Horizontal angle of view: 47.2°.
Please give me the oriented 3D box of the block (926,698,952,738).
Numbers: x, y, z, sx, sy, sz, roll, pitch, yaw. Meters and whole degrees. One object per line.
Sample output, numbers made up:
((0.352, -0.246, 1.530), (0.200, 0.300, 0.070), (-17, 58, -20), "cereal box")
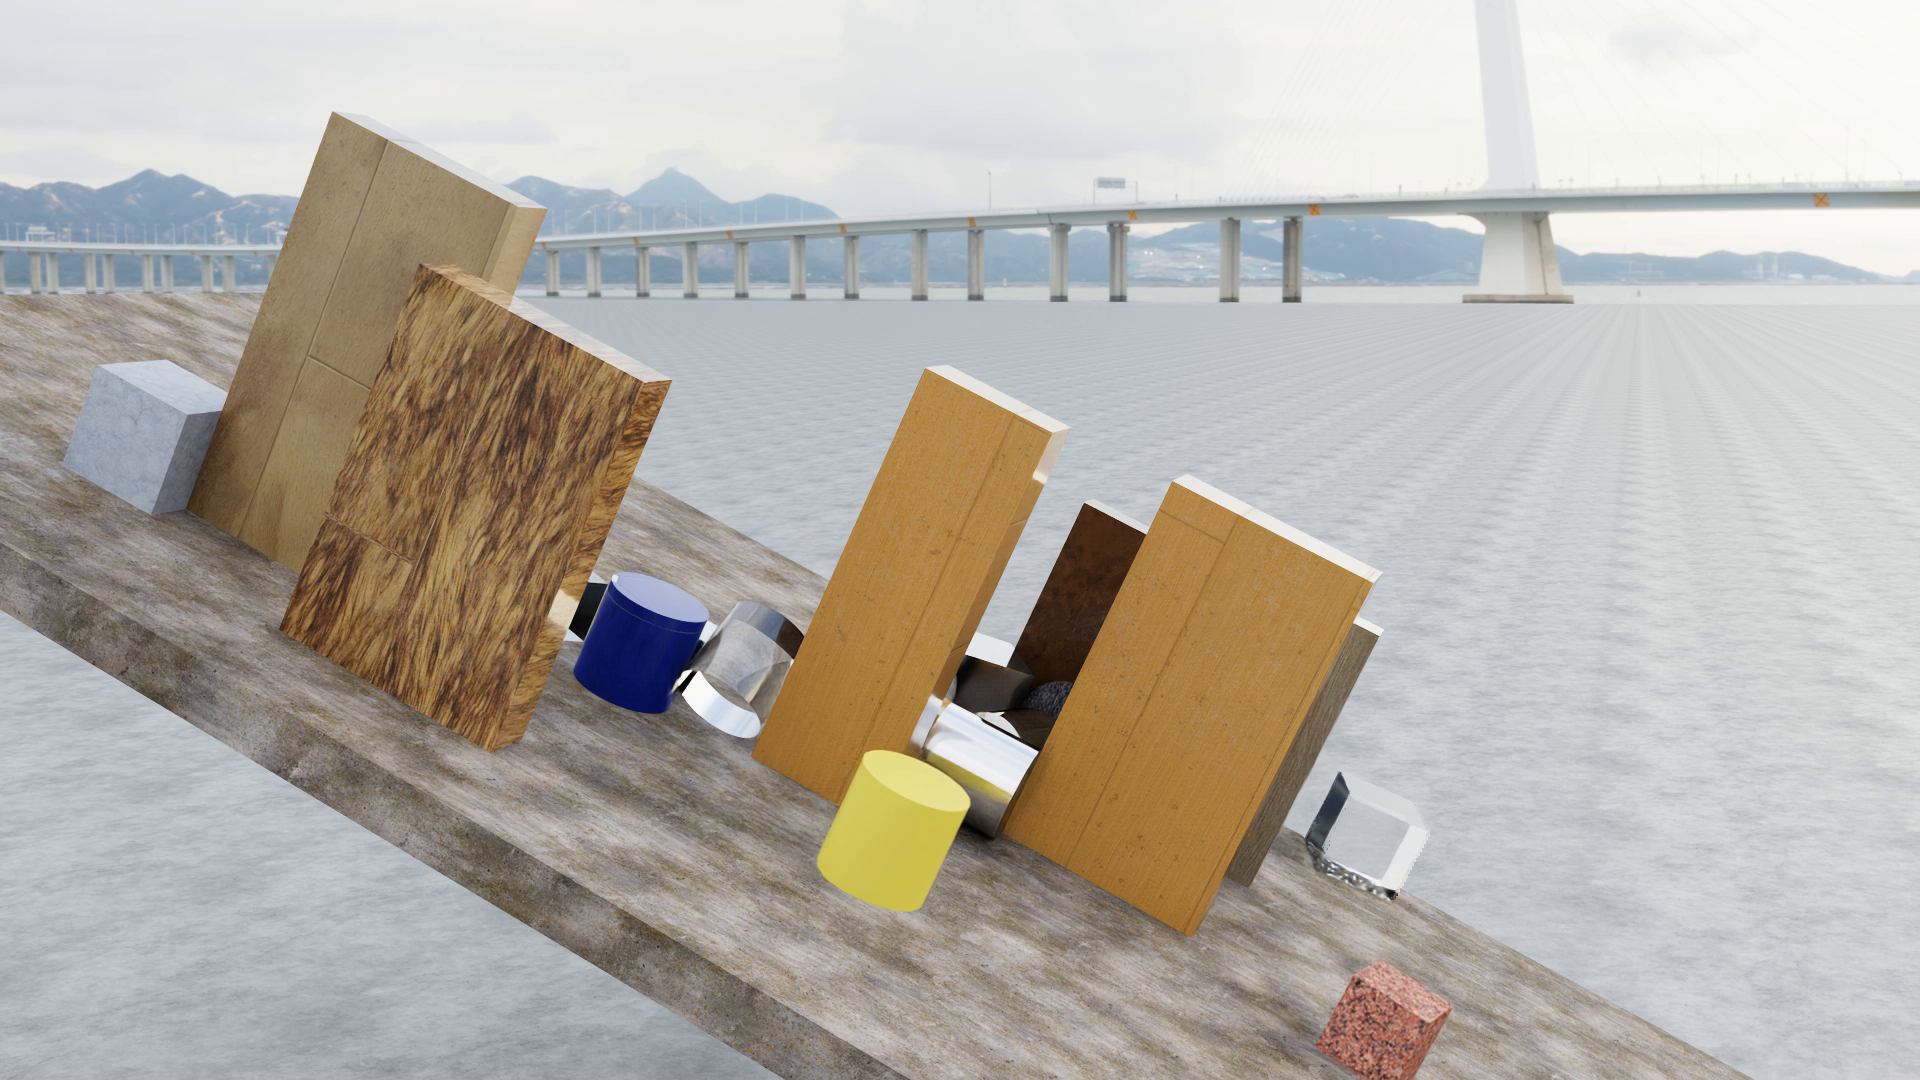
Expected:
((-0.044, 0.382, 4.342), (0.105, 0.105, 0.105), (32, 15, 28), "block")

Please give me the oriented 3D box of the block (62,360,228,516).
((-1.418, -0.185, 3.894), (0.194, 0.194, 0.194), (27, 14, 11), "block")

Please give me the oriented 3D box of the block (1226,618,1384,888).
((0.540, 0.350, 4.460), (0.405, 0.585, 0.081), (28, 14, 12), "block")

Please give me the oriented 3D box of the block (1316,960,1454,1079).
((0.743, 0.851, 3.848), (0.150, 0.150, 0.150), (31, 15, 24), "block")

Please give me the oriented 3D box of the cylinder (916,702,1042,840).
((0.026, 0.431, 4.103), (0.189, 0.189, 0.189), (27, 12, 10), "cylinder")

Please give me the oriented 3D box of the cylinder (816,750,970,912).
((-0.111, 0.483, 3.654), (0.194, 0.194, 0.194), (23, 14, -6), "cylinder")

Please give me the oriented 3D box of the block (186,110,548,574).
((-1.037, -0.309, 3.819), (0.384, 0.760, 0.104), (28, 14, 12), "block")

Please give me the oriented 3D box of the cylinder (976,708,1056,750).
((0.093, 0.418, 4.302), (0.173, 0.173, 0.173), (4, 1, 31), "cylinder")

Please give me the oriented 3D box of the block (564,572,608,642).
((-0.762, 0.103, 4.105), (0.124, 0.124, 0.124), (34, 16, 35), "block")

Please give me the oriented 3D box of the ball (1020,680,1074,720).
((0.210, 0.388, 4.593), (0.187, 0.187, 0.187), (0, 7, 0), "ball")

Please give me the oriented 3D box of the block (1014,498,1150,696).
((0.324, 0.229, 4.681), (0.365, 0.520, 0.082), (28, 14, 12), "block")

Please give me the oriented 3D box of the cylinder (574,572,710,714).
((-0.577, 0.185, 3.979), (0.188, 0.188, 0.188), (23, 14, -6), "cylinder")

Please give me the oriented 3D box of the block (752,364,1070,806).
((-0.091, 0.097, 3.902), (0.251, 0.777, 0.127), (28, 14, 12), "block")

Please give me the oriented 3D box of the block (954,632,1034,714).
((0.024, 0.302, 4.629), (0.170, 0.170, 0.170), (19, 15, -23), "block")

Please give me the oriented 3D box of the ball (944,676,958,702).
((-0.091, 0.291, 4.465), (0.172, 0.172, 0.172), (0, 7, 0), "ball")

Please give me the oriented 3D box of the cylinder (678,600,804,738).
((-0.389, 0.235, 3.991), (0.176, 0.176, 0.176), (5, 47, 39), "cylinder")

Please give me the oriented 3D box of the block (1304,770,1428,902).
((0.886, 0.647, 4.814), (0.179, 0.179, 0.179), (23, 13, -6), "block")

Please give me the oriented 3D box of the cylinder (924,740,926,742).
((-0.141, 0.395, 4.095), (0.120, 0.120, 0.120), (26, 9, 3), "cylinder")

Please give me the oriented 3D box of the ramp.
((-0.261, 0.444, 4.169), (4.000, 0.100, 2.000), (28, 14, 12), "ramp")

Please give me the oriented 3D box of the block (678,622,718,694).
((-0.492, 0.225, 4.143), (0.112, 0.112, 0.112), (28, 14, 15), "block")

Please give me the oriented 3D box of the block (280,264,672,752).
((-0.781, -0.052, 3.518), (0.422, 0.655, 0.101), (28, 14, 12), "block")

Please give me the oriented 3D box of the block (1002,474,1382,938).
((0.426, 0.306, 4.082), (0.402, 0.746, 0.141), (28, 14, 12), "block")
